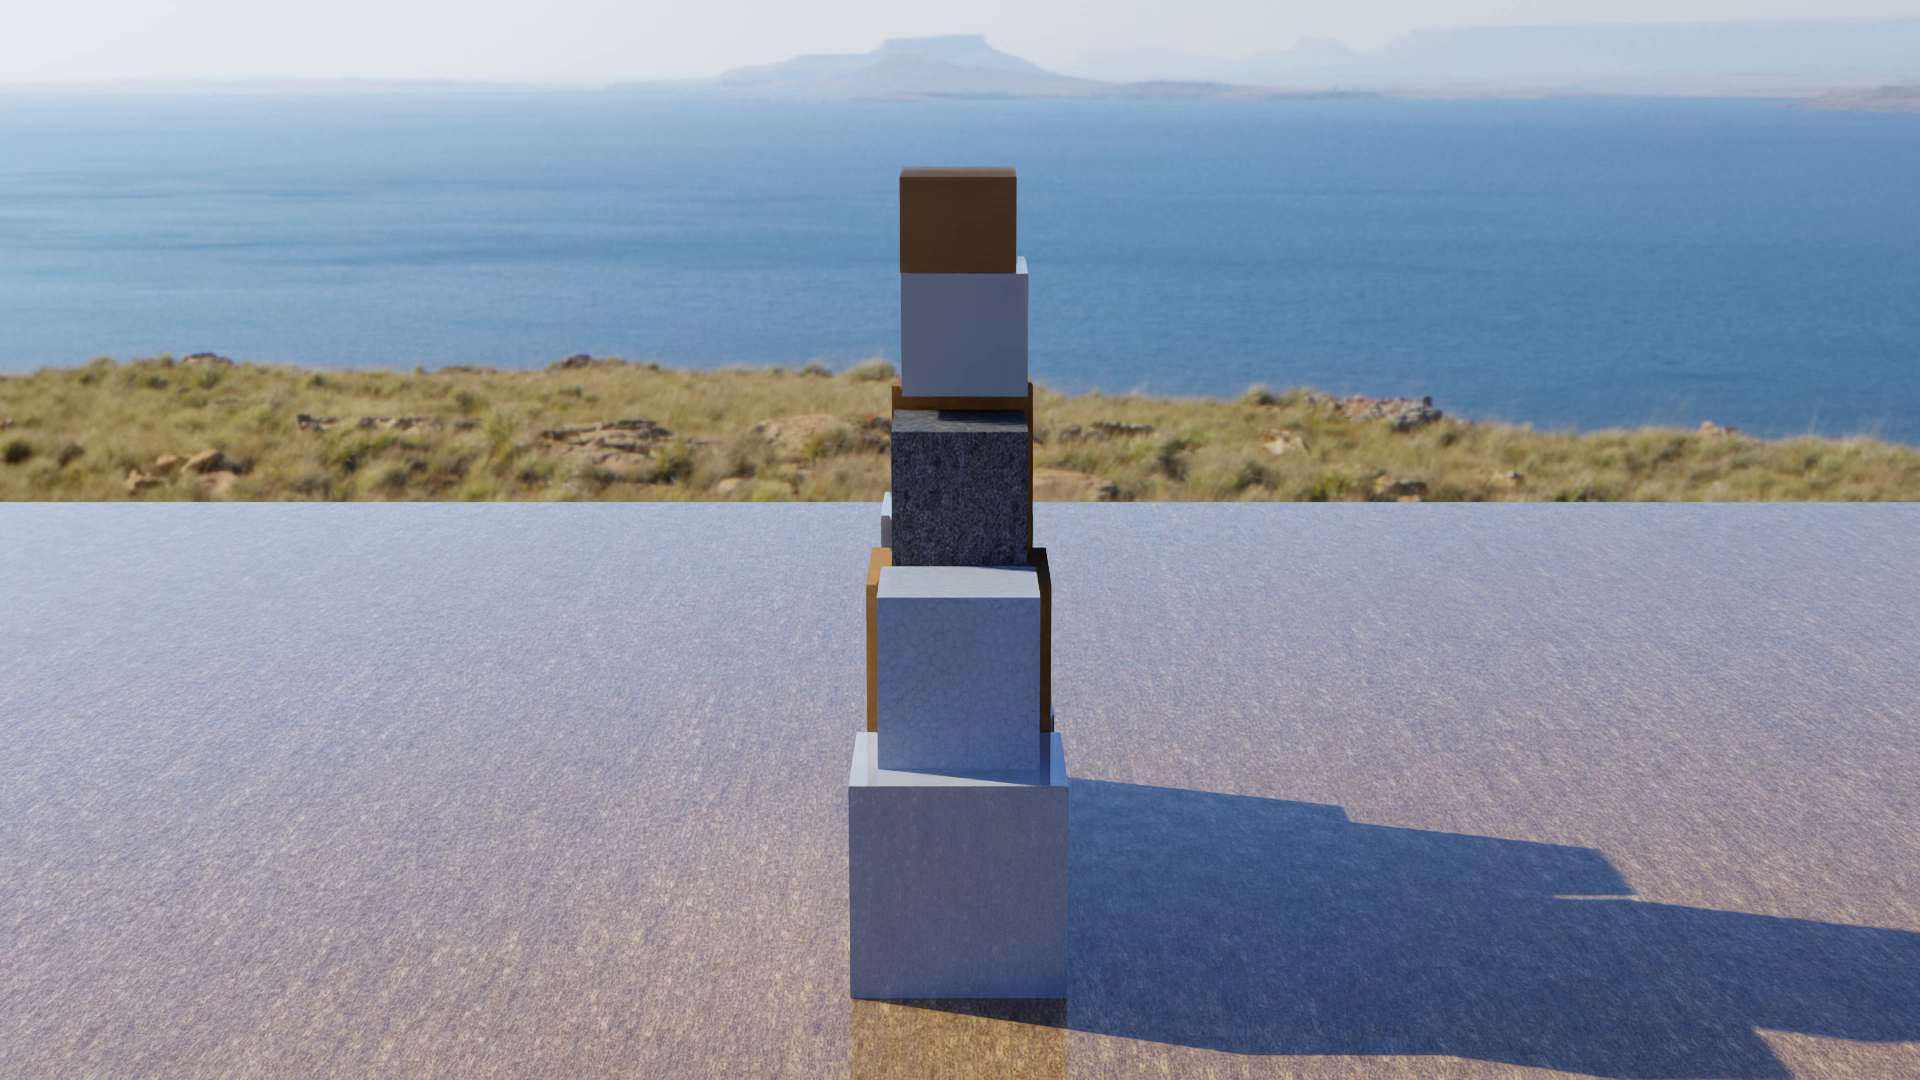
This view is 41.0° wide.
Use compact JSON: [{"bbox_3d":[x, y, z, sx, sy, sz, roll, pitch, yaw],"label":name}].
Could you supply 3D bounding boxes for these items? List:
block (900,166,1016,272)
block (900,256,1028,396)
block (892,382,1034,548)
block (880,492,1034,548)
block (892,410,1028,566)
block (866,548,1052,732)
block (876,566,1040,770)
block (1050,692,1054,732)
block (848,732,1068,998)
[{"bbox_3d":[-0.008,-1.370,10.928,0.487,0.399,0.469,0,14,0],"label":"block"},{"bbox_3d":[0.020,-0.923,11.039,0.532,0.523,0.544,0,14,0],"label":"block"},{"bbox_3d":[0.010,-0.344,11.432,0.611,0.703,0.628,0,5,0],"label":"block"},{"bbox_3d":[-0.014,0.149,12.247,0.703,0.659,0.674,0,10,0],"label":"block"},{"bbox_3d":[-0.002,-0.201,10.793,0.558,0.614,0.591,0,12,0],"label":"block"},{"bbox_3d":[-0.005,0.469,10.897,0.757,0.739,0.729,0,12,0],"label":"block"},{"bbox_3d":[-0.006,0.499,10.200,0.628,0.682,0.632,0,10,0],"label":"block"},{"bbox_3d":[0.014,1.058,11.708,0.801,0.728,0.768,0,10,0],"label":"block"},{"bbox_3d":[-0.005,1.275,10.193,0.834,0.843,0.810,0,10,0],"label":"block"}]
